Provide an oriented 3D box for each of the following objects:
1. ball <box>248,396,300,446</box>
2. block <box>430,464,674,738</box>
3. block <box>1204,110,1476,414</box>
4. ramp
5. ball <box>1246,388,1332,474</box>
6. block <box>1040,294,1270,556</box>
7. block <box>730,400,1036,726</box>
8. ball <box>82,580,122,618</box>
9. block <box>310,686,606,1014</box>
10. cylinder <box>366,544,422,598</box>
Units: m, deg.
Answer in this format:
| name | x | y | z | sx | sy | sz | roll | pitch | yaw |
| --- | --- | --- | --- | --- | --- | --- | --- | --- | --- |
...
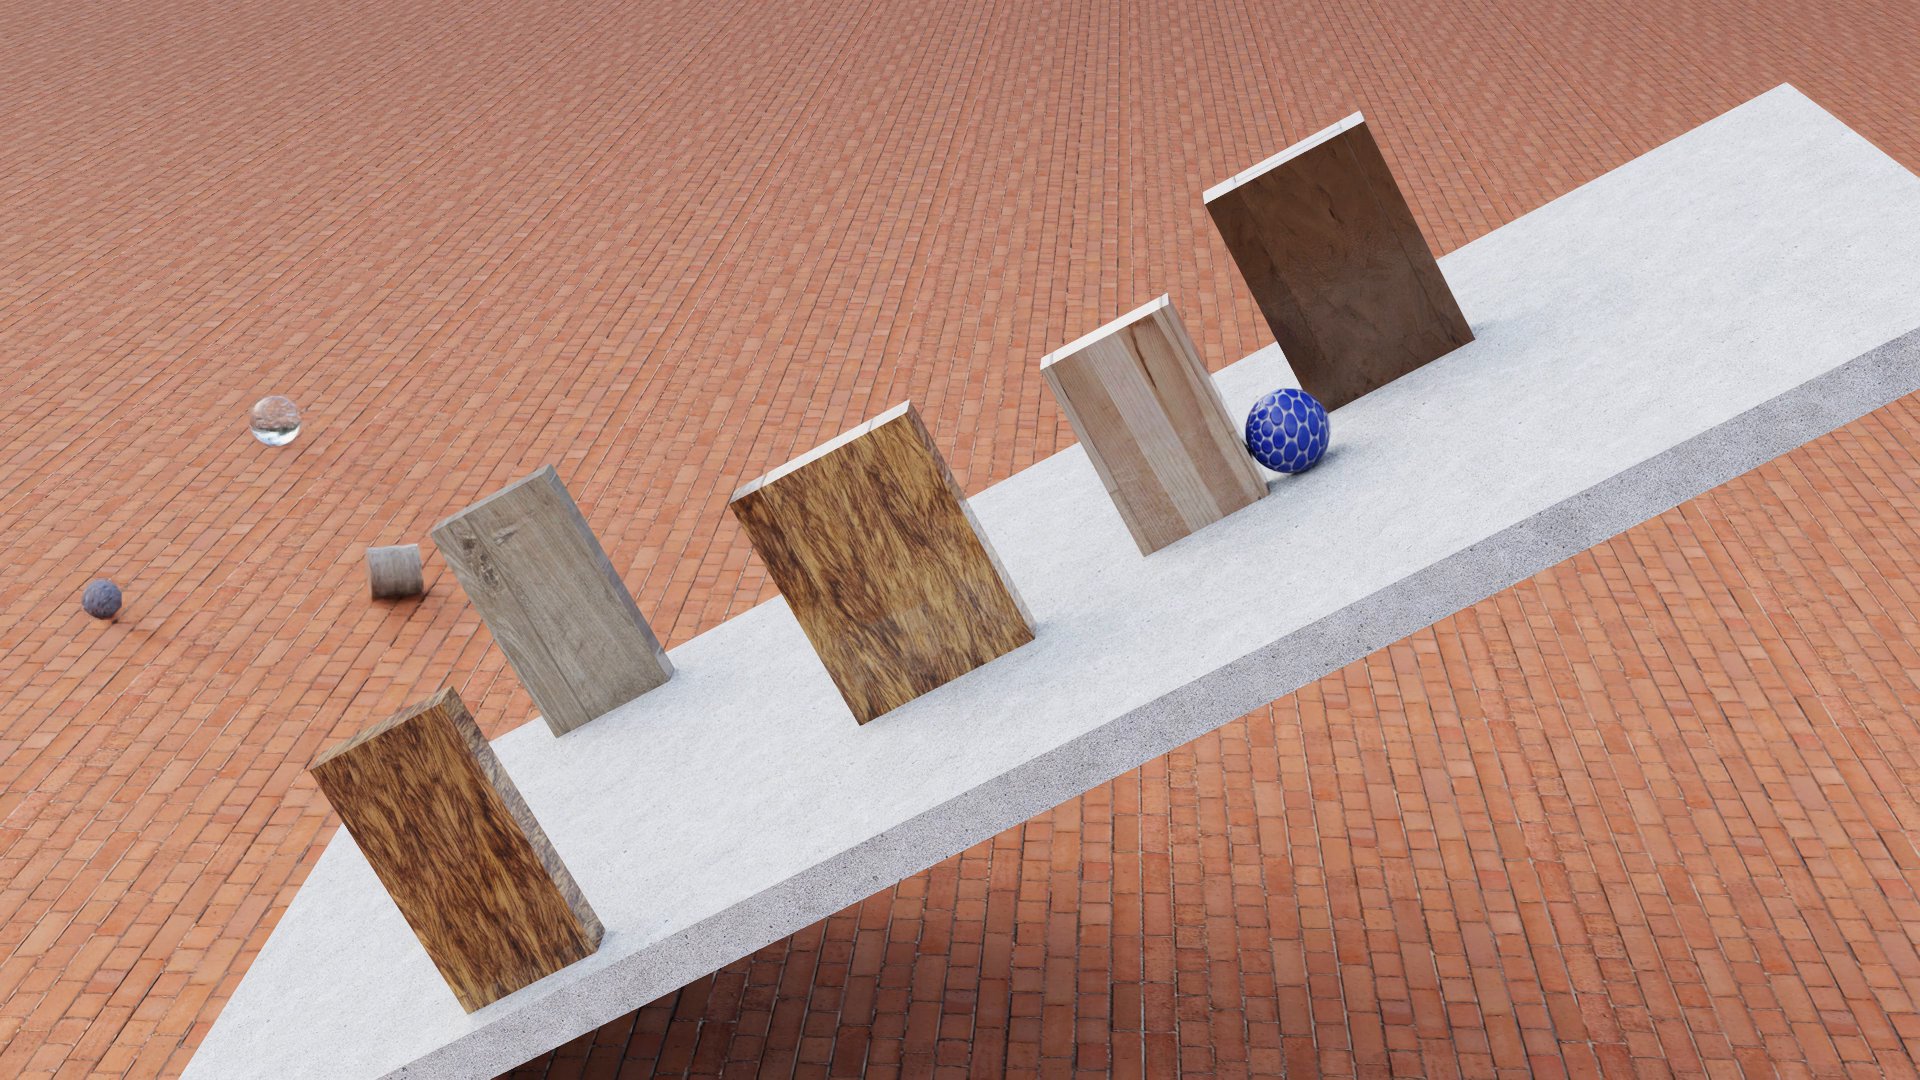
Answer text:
| name | x | y | z | sx | sy | sz | roll | pitch | yaw |
| --- | --- | --- | --- | --- | --- | --- | --- | --- | --- |
| ball | -2.613 | -0.454 | 11.221 | 0.193 | 0.193 | 0.193 | 0 | 18 | 0 |
| block | -0.987 | 0.151 | 7.140 | 0.325 | 0.595 | 0.086 | -27 | 14 | 11 |
| block | 0.809 | -0.586 | 6.282 | 0.373 | 0.530 | 0.127 | -27 | 14 | 11 |
| ramp | 0.141 | 0.167 | 6.282 | 4.000 | 0.100 | 2.000 | -27 | 14 | 11 |
| ball | 0.672 | -0.224 | 6.024 | 0.175 | 0.175 | 0.175 | 0 | 18 | 0 |
| block | 0.401 | -0.233 | 6.026 | 0.292 | 0.451 | 0.098 | -27 | 14 | 11 |
| block | -0.153 | 0.049 | 5.961 | 0.408 | 0.537 | 0.101 | -27 | 14 | 11 |
| ball | -2.719 | 0.189 | 9.320 | 0.122 | 0.122 | 0.122 | 0 | 18 | 0 |
| block | -0.950 | 0.592 | 5.586 | 0.292 | 0.569 | 0.096 | -27 | 14 | 11 |
| cylinder | -1.834 | 0.101 | 9.531 | 0.162 | 0.162 | 0.162 | -5 | 18 | -17 |
